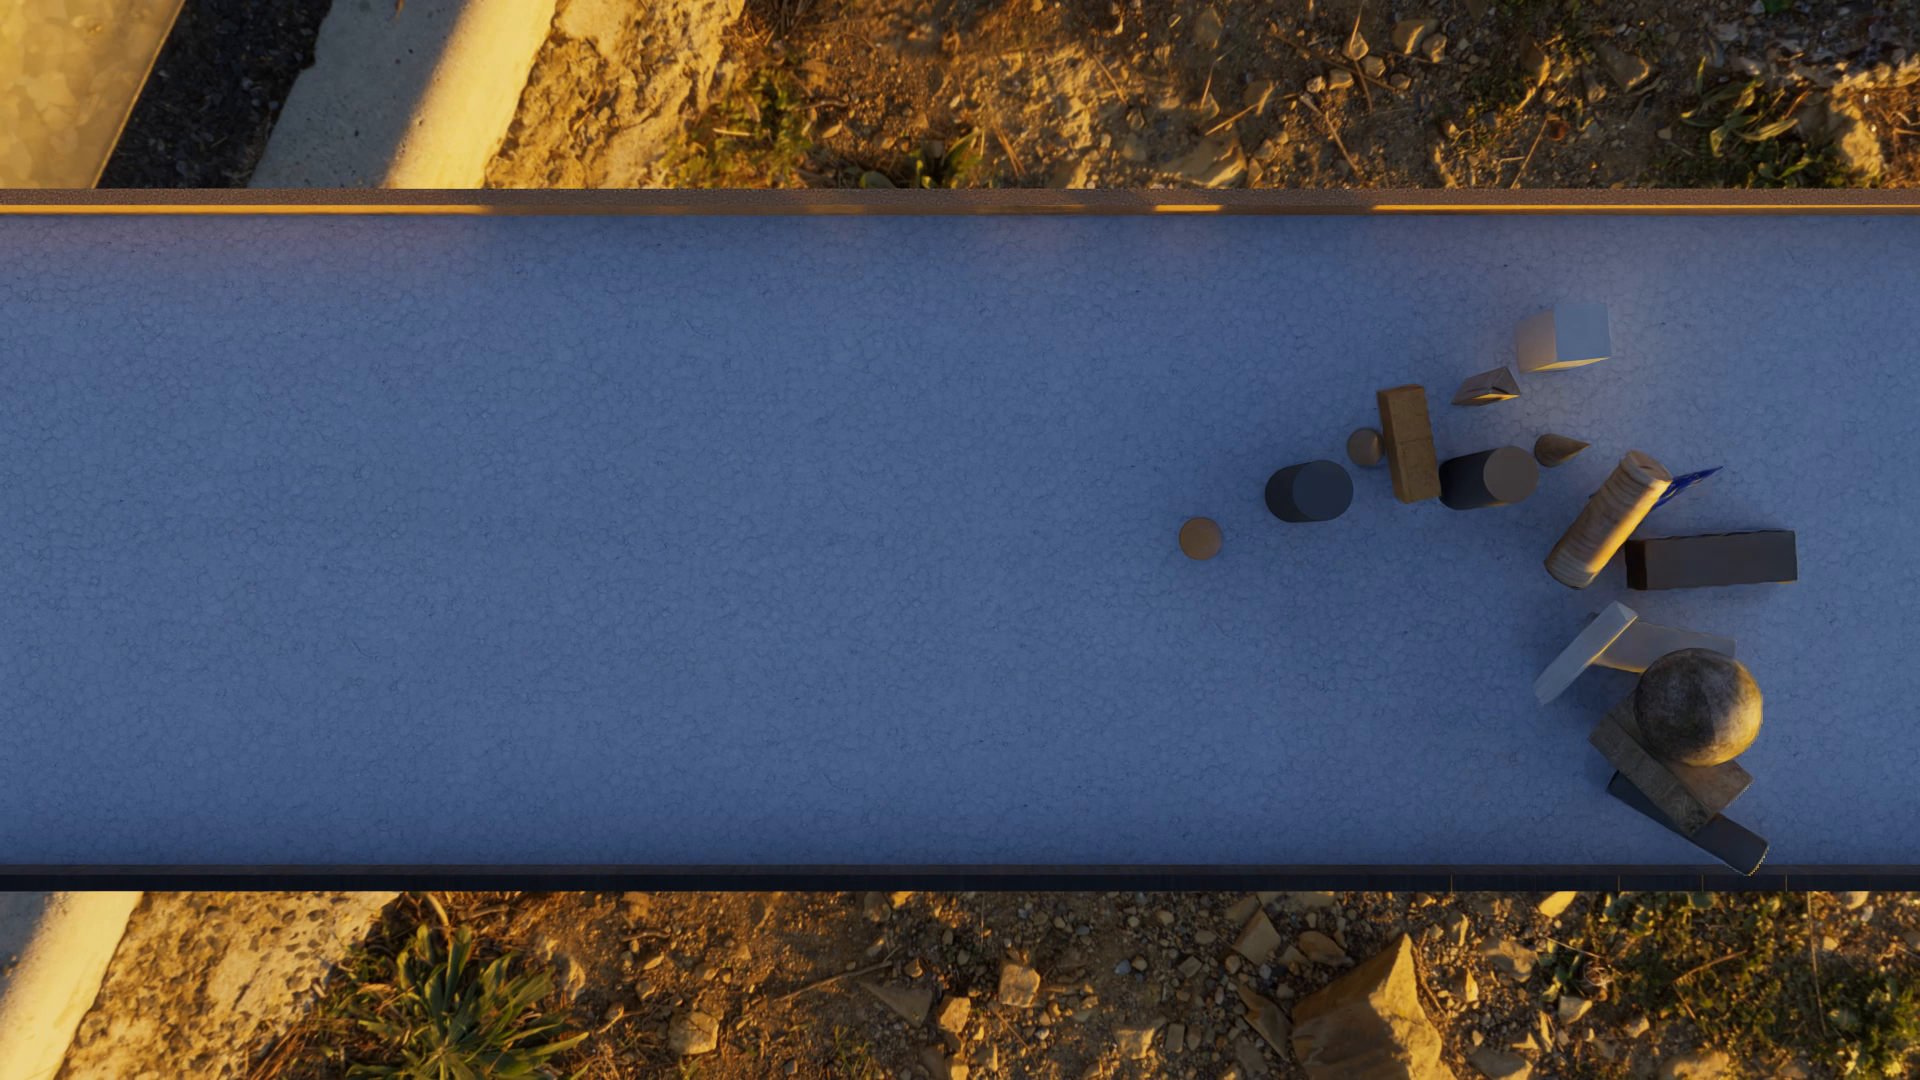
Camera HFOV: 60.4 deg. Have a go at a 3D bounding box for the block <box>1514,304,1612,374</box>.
[{"bbox_3d":[1.792,-0.597,4.913,0.156,0.328,0.156,-5,90,0],"label":"block"}]

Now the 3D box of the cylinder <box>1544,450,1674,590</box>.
[{"bbox_3d":[1.908,-0.054,4.865,0.146,0.146,0.420,28,122,0],"label":"cylinder"}]

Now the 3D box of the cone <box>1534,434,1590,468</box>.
[{"bbox_3d":[1.819,-0.275,4.913,0.104,0.326,0.104,0,90,0],"label":"cone"}]

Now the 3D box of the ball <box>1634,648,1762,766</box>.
[{"bbox_3d":[2.097,0.475,4.694,0.334,0.334,0.334,0,90,0],"label":"ball"}]

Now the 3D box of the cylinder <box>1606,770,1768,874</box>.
[{"bbox_3d":[2.179,0.829,4.953,0.449,0.116,0.116,32,90,18],"label":"cylinder"}]

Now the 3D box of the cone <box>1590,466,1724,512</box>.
[{"bbox_3d":[2.111,-0.147,4.961,0.381,0.140,0.140,-23,90,14],"label":"cone"}]

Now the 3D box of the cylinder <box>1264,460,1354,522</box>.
[{"bbox_3d":[1.025,-0.140,4.868,0.173,0.418,0.173,0,90,0],"label":"cylinder"}]

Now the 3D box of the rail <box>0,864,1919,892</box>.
[{"bbox_3d":[-2.247,1.025,5.001,12.000,0.150,0.050,0,90,0],"label":"rail"}]

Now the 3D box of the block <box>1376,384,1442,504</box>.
[{"bbox_3d":[1.360,-0.291,4.992,0.112,0.112,0.333,-12,100,0],"label":"block"}]

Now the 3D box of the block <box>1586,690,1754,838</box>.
[{"bbox_3d":[2.099,0.649,4.890,0.180,0.180,0.398,-34,64,-18],"label":"block"}]

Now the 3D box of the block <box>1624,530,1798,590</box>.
[{"bbox_3d":[2.274,0.061,5.003,0.449,0.149,0.149,-4,91,0],"label":"block"}]

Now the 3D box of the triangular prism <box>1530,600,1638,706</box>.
[{"bbox_3d":[1.856,0.350,4.908,0.087,0.075,0.392,30,127,-1],"label":"triangular prism"}]

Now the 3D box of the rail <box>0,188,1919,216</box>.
[{"bbox_3d":[-2.247,-1.025,5.002,12.000,0.150,0.050,0,90,0],"label":"rail"}]

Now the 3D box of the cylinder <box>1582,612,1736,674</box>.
[{"bbox_3d":[2.091,0.332,4.958,0.408,0.153,0.153,11,90,12],"label":"cylinder"}]

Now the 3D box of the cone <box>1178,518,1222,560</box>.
[{"bbox_3d":[0.740,-0.004,4.926,0.133,0.300,0.133,0,90,0],"label":"cone"}]

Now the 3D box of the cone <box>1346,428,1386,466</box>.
[{"bbox_3d":[1.213,-0.289,4.867,0.116,0.406,0.116,0,89,10],"label":"cone"}]

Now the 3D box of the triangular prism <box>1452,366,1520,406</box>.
[{"bbox_3d":[1.559,-0.457,4.894,0.093,0.365,0.080,2,90,0],"label":"triangular prism"}]

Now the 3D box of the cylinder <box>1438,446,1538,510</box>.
[{"bbox_3d":[1.554,-0.179,4.884,0.164,0.372,0.164,0,88,-5],"label":"cylinder"}]
